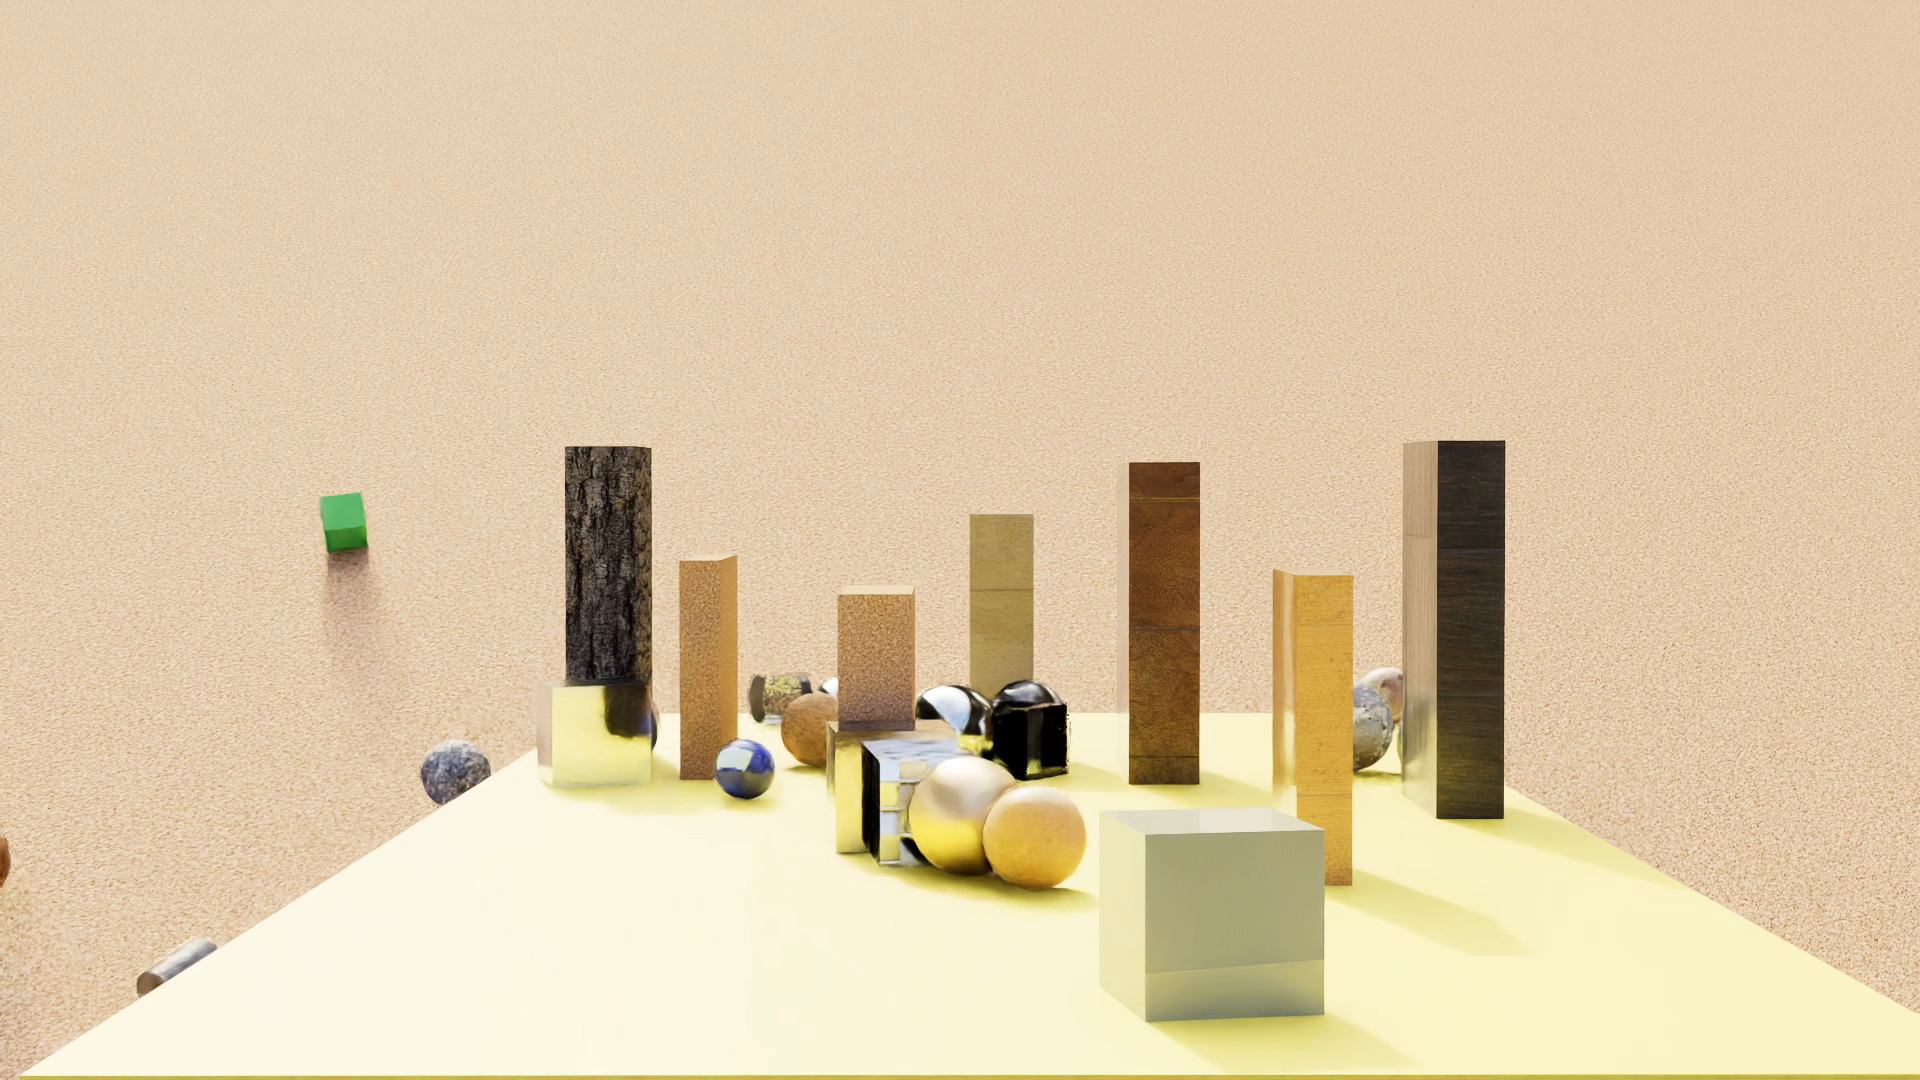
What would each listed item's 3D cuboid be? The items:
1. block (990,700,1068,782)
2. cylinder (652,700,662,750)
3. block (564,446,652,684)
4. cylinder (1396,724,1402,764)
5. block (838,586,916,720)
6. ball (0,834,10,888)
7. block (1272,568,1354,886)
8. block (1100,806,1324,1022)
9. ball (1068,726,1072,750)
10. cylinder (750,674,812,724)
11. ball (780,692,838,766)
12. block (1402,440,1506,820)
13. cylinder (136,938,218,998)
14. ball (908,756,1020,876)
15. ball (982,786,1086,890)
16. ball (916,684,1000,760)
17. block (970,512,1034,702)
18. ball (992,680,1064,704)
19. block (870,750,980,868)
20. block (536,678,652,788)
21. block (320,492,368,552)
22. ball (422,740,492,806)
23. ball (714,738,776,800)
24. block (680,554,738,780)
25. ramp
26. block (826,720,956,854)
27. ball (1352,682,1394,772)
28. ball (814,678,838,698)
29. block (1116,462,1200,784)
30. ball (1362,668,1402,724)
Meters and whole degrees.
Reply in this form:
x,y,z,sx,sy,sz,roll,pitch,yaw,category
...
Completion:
x,y,z,sx,sy,sz,roll,pitch,yaw,category
0.117,0.402,5.188,0.143,0.143,0.143,1,2,36,block
-0.702,0.388,5.305,0.167,0.167,0.167,-2,1,-4,cylinder
-0.750,0.134,5.528,0.147,0.665,0.285,0,1,0,block
0.961,0.413,5.216,0.114,0.114,0.114,0,21,39,cylinder
-0.143,0.288,4.491,0.123,0.403,0.377,0,1,0,block
-2.291,0.744,5.937,0.200,0.200,0.200,0,26,0,ball
0.533,0.275,3.912,0.082,0.454,0.288,0,1,0,block
0.284,0.422,2.941,0.206,0.206,0.206,0,1,-11,block
0.167,0.408,5.317,0.125,0.125,0.125,0,26,0,ball
-0.435,0.386,6.269,0.117,0.117,0.117,-1,24,-27,cylinder
-0.296,0.393,5.356,0.154,0.154,0.154,0,26,0,ball
0.892,0.153,4.680,0.119,0.662,0.349,0,1,0,block
-1.667,0.956,5.556,0.144,0.144,0.144,16,32,29,cylinder
0.013,0.414,3.869,0.179,0.179,0.179,0,26,0,ball
0.108,0.431,3.735,0.151,0.151,0.151,0,26,0,ball
-0.019,0.378,5.079,0.191,0.191,0.191,0,26,0,ball
0.090,0.202,5.665,0.137,0.521,0.247,0,1,0,block
0.142,0.381,5.460,0.171,0.171,0.171,0,26,0,ball
-0.052,0.419,4.032,0.163,0.163,0.163,0,1,-7,block
-0.725,0.379,5.101,0.194,0.194,0.194,0,1,-18,block
-1.813,-0.052,7.594,0.119,0.119,0.119,-8,59,-16,block
-1.167,0.543,5.978,0.160,0.160,0.160,0,26,0,ball
-0.399,0.426,4.794,0.113,0.113,0.113,0,26,0,ball
-0.516,0.253,5.316,0.080,0.435,0.415,0,1,0,block
0.059,0.537,4.574,2.000,0.100,4.000,0,1,0,ramp
-0.114,0.399,4.203,0.194,0.194,0.194,0,1,-7,block
0.791,0.379,5.255,0.185,0.185,0.185,0,26,0,ball
-0.271,0.385,5.842,0.147,0.147,0.147,0,26,0,ball
0.397,0.159,5.204,0.138,0.628,0.373,0,1,0,block
1.034,0.378,6.249,0.141,0.141,0.141,0,26,0,ball
